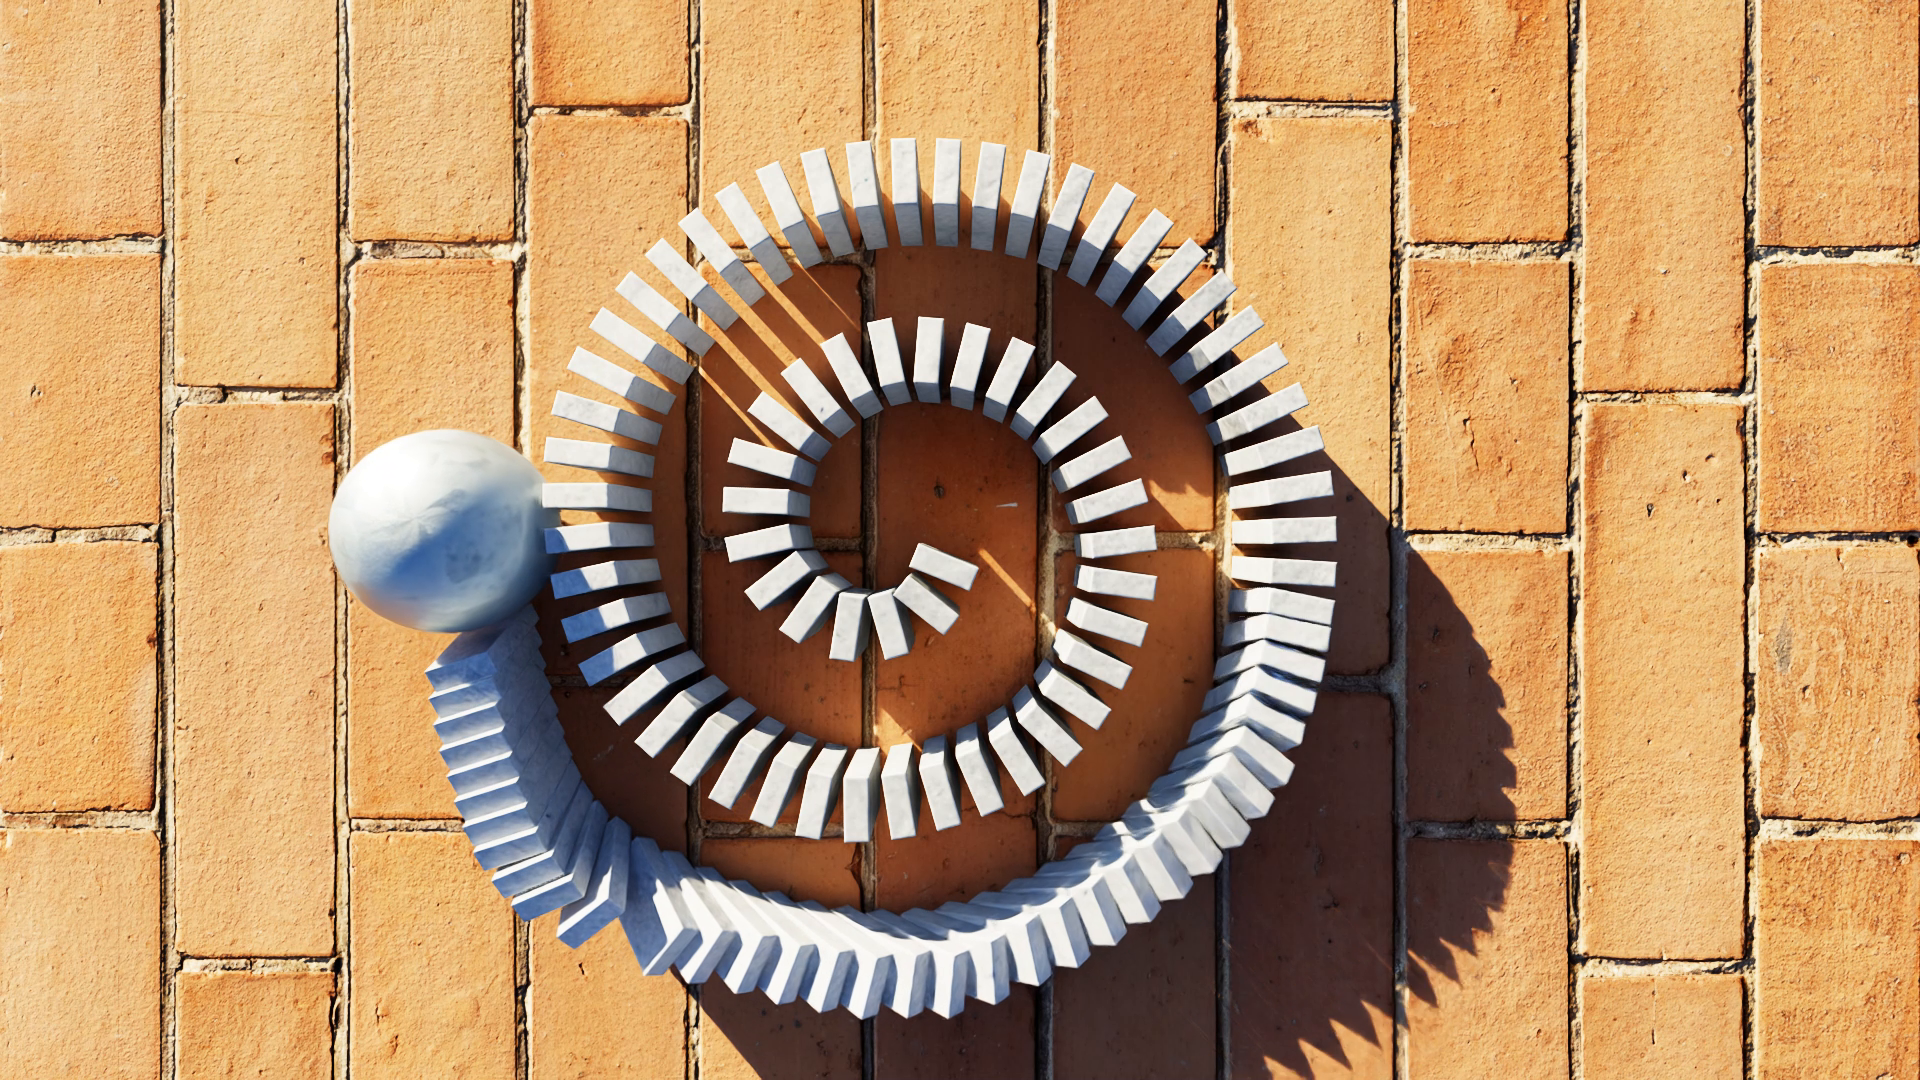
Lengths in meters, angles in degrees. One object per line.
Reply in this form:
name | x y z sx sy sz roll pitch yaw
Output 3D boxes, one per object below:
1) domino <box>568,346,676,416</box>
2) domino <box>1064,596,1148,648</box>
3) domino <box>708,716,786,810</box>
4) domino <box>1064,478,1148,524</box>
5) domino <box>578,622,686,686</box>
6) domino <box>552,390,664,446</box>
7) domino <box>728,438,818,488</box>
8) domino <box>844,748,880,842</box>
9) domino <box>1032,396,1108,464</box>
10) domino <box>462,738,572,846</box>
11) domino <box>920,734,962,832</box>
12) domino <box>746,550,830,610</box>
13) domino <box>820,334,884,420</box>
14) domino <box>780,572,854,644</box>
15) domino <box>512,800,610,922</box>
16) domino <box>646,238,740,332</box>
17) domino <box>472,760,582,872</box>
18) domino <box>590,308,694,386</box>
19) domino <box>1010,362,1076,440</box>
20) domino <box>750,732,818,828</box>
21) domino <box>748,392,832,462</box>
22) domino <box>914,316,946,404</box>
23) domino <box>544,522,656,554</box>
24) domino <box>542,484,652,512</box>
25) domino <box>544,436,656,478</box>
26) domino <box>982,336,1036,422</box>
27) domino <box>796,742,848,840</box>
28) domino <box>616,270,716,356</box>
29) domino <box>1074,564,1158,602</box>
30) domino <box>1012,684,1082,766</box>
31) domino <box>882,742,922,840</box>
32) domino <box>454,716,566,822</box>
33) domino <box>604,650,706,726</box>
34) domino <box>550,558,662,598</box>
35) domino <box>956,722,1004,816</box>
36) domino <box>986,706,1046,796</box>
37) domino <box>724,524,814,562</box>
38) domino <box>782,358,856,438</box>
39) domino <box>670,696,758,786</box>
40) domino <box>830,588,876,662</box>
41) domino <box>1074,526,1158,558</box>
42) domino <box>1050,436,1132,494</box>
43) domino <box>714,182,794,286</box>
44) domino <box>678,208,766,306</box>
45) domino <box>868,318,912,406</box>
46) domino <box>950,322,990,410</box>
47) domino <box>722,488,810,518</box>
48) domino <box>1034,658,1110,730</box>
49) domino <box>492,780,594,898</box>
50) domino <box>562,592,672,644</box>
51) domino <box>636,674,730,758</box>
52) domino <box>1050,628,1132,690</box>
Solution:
domino | -0.137 -0.064 0.375 0.025 0.050 0.010 27 90 0
domino | 0.059 0.033 0.375 0.025 0.050 0.009 18 90 0
domino | -0.086 0.090 0.375 0.010 0.050 0.025 29 90 0
domino | 0.059 -0.015 0.375 0.025 0.050 0.009 -18 90 0
domino | -0.133 0.046 0.375 0.025 0.050 0.010 -28 90 0
domino | -0.143 -0.049 0.375 0.025 0.050 0.009 16 90 0
domino | -0.075 -0.031 0.375 0.025 0.050 0.009 16 90 0
domino | -0.040 0.103 0.375 0.009 0.050 0.025 -1 90 0
domino | 0.044 -0.044 0.375 0.025 0.050 0.009 -36 90 0
domino | -0.180 0.102 0.375 0.025 0.050 0.010 -18 111 0
domino | -0.008 0.098 0.375 0.009 0.050 0.025 -16 90 0
domino | -0.070 0.016 0.375 0.025 0.050 0.010 -38 90 0
domino | -0.043 -0.066 0.375 0.009 0.050 0.025 -28 90 0
domino | -0.058 0.027 0.375 0.009 0.050 0.025 36 90 0
domino | -0.162 0.130 0.375 0.025 0.050 0.010 -23 113 0
domino | -0.108 -0.103 0.375 0.025 0.050 0.010 45 90 0
domino | -0.176 0.111 0.375 0.025 0.050 0.009 -18 111 0
domino | -0.129 -0.078 0.375 0.025 0.050 0.010 34 90 0
domino | 0.033 -0.056 0.375 0.010 0.050 0.025 39 90 0
domino | -0.071 0.097 0.375 0.010 0.050 0.025 22 90 0
domino | -0.068 -0.045 0.375 0.025 0.050 0.010 38 90 0
domino | -0.012 -0.072 0.375 0.009 0.050 0.025 5 90 0
domino | -0.146 -0.001 0.375 0.025 0.050 0.009 -6 90 0
domino | -0.147 -0.017 0.375 0.025 0.050 0.010 0 90 0
domino | -0.146 -0.033 0.375 0.025 0.050 0.009 7 90 0
domino | 0.019 -0.064 0.375 0.009 0.050 0.025 25 90 0
domino | -0.056 0.102 0.375 0.010 0.050 0.025 12 90 0
domino | -0.119 -0.091 0.375 0.025 0.050 0.010 39 90 0
domino | 0.062 0.017 0.375 0.025 0.050 0.009 8 90 0
domino | 0.035 0.075 0.375 0.025 0.050 0.010 44 90 0
domino | -0.023 0.102 0.375 0.010 0.050 0.025 -9 90 0
domino | -0.183 0.092 0.375 0.025 0.050 0.009 -18 111 0
domino | -0.124 0.059 0.375 0.025 0.050 0.009 -40 90 0
domino | -0.143 0.015 0.375 0.025 0.050 0.009 -12 90 0
domino | 0.008 0.093 0.375 0.010 0.050 0.025 -23 90 0
domino | 0.022 0.085 0.375 0.009 0.050 0.025 -32 90 0
domino | -0.077 0.001 0.375 0.025 0.050 0.009 -12 90 0
domino | -0.057 -0.057 0.375 0.009 0.050 0.025 -39 90 0
domino | -0.100 0.081 0.375 0.009 0.050 0.025 35 90 0
domino | -0.043 0.034 0.375 0.009 0.050 0.025 9 90 0
domino | 0.063 0.001 0.375 0.025 0.050 0.009 -7 90 0
domino | 0.053 -0.030 0.375 0.025 0.050 0.009 -27 90 0
domino | -0.083 -0.124 0.375 0.009 0.050 0.025 -33 90 0
domino | -0.096 -0.114 0.375 0.009 0.050 0.025 -39 90 0
domino | -0.028 -0.072 0.375 0.009 0.050 0.025 -12 90 0
domino | 0.004 -0.070 0.375 0.010 0.050 0.025 15 90 0
domino | -0.078 -0.015 0.375 0.025 0.050 0.009 2 90 0
domino | 0.045 0.062 0.375 0.025 0.050 0.010 33 90 0
domino | -0.169 0.121 0.375 0.025 0.050 0.010 -23 111 0
domino | -0.139 0.031 0.375 0.025 0.050 0.010 -19 90 0
domino | -0.112 0.071 0.375 0.009 0.050 0.025 42 90 0
domino | 0.053 0.048 0.375 0.025 0.050 0.010 25 90 0
